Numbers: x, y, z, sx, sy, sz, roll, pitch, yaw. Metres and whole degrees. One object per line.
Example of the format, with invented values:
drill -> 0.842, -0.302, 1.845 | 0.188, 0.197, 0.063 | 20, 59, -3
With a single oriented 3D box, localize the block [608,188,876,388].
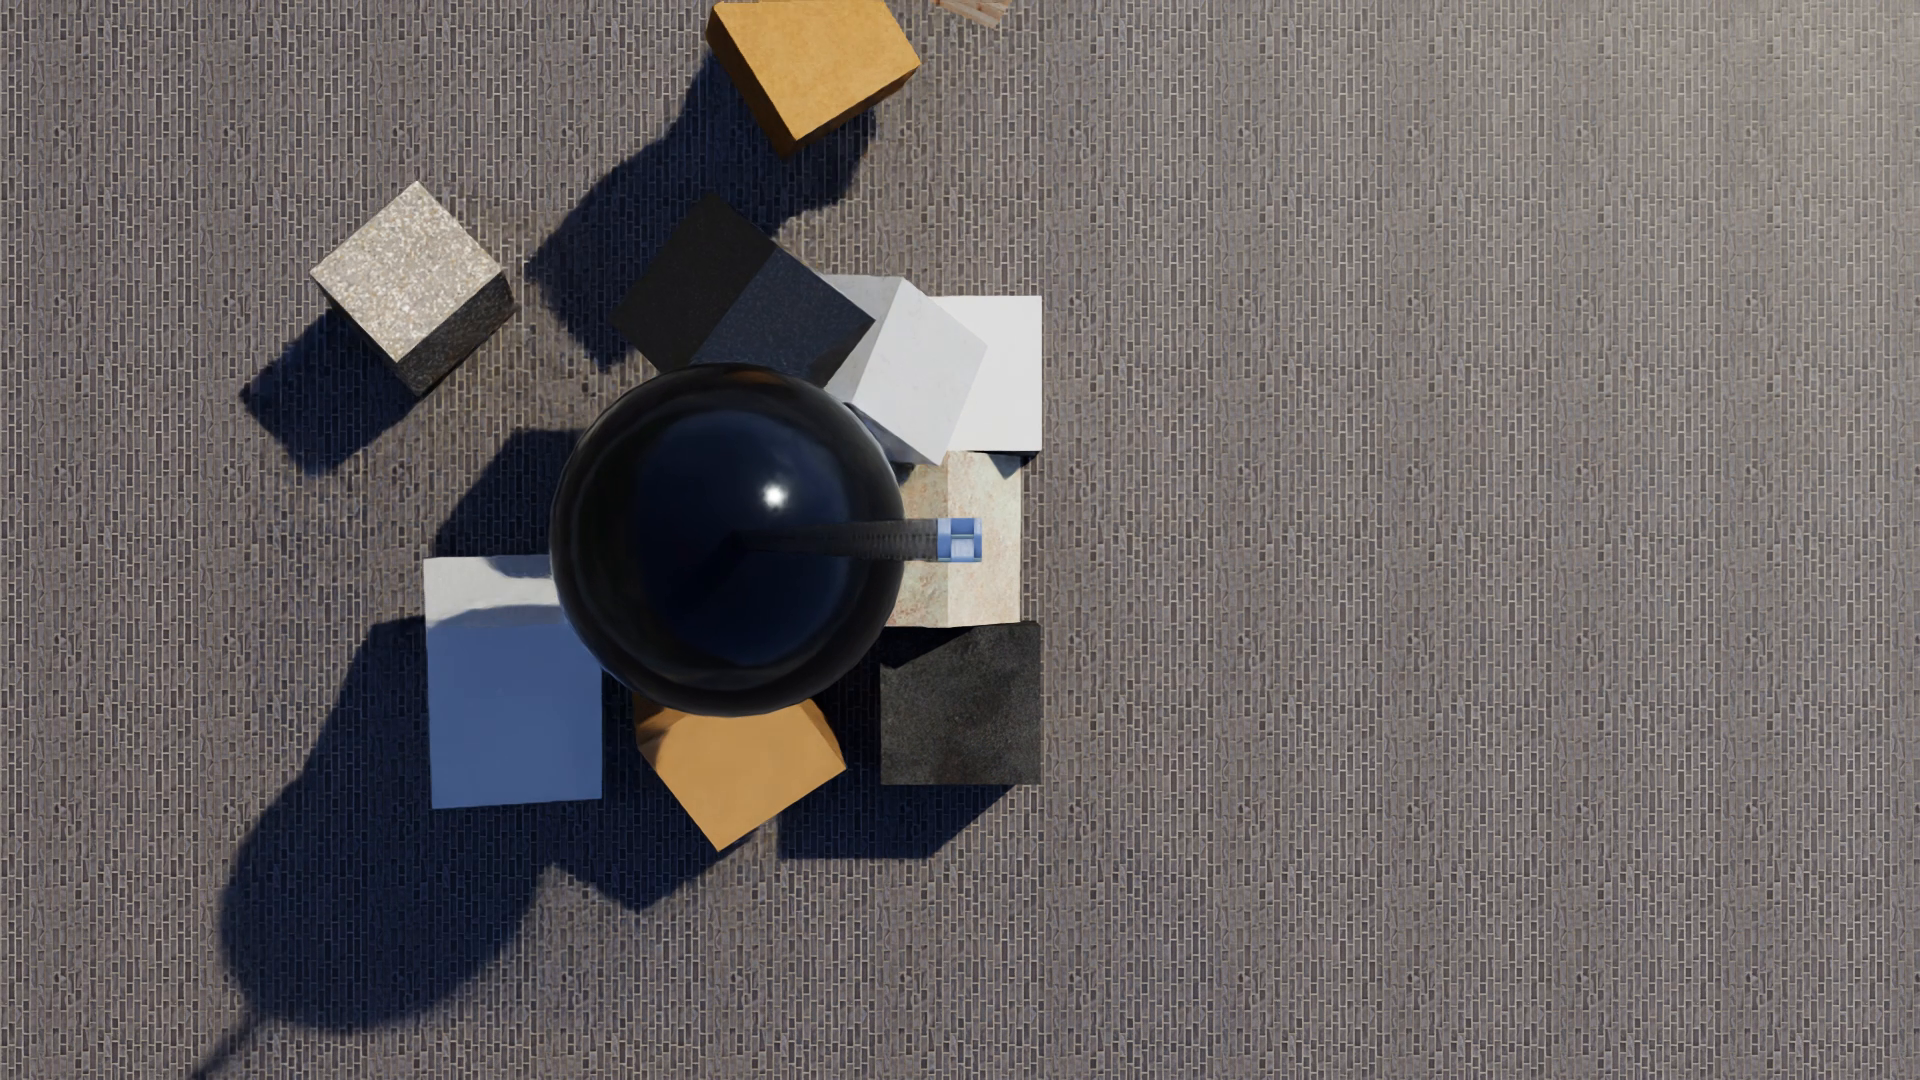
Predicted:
block -> -1.113, -1.120, 11.184 | 0.845, 0.799, 0.751 | -52, 133, 4

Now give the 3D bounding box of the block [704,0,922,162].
block -> -0.798, -2.613, 11.725 | 0.775, 0.840, 0.793 | -33, 97, -7

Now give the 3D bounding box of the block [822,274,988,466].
block -> -0.468, -0.900, 11.581 | 0.749, 0.738, 0.717 | 9, 72, 43

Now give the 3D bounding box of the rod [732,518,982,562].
rod -> -0.448, 0.000, 6.501 | 0.080, 5.200, 0.080 | 0, 90, -10

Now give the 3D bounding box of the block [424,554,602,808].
block -> -2.495, 0.764, 12.257 | 0.914, 0.967, 1.069 | -2, 113, -14

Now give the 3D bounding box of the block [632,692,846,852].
block -> -1.265, 1.057, 12.444 | 0.851, 0.839, 0.789 | -33, 112, 2

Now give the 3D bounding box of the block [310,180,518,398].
block -> -3.084, -1.411, 12.495 | 0.778, 0.836, 0.694 | -44, 87, -11

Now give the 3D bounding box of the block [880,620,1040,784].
block -> 0.004, 0.914, 12.573 | 0.883, 0.854, 0.875 | 0, 90, 0

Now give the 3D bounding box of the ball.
ball -> -1.034, 0.000, 9.851 | 1.600, 1.600, 1.600 | 0, 90, 0

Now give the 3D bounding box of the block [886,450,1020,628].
block -> -0.258, -0.009, 12.373 | 0.878, 0.975, 0.950 | 0, 90, 25

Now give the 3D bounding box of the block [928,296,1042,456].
block -> 0.016, -0.923, 12.587 | 0.870, 0.825, 0.856 | 0, 90, 0

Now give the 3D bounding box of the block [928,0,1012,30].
block -> -0.076, -3.307, 11.643 | 0.770, 0.725, 0.748 | 46, 113, 34
